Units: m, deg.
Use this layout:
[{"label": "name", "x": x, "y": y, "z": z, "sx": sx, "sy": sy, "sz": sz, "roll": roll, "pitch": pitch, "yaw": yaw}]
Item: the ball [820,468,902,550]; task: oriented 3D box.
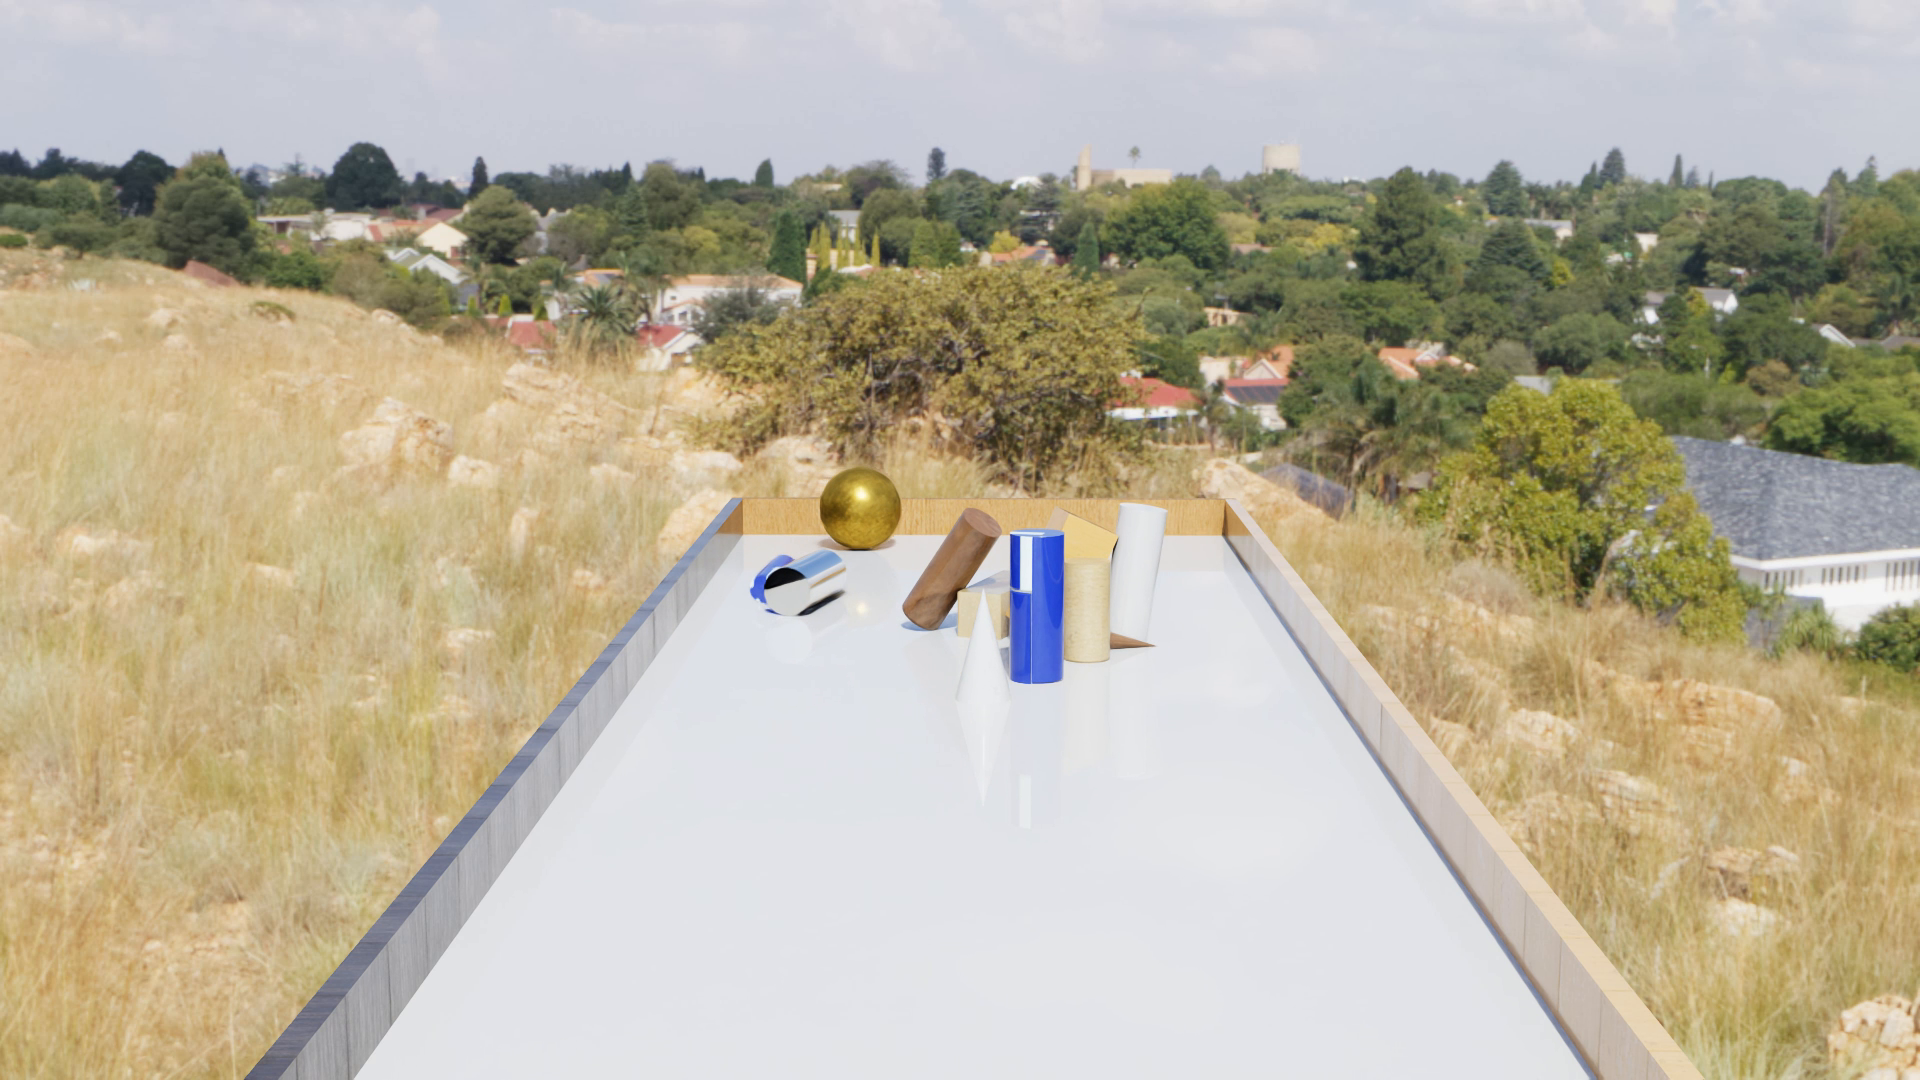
[{"label": "ball", "x": -0.397, "y": -0.126, "z": 8.761, "sx": 0.327, "sy": 0.327, "sz": 0.327, "roll": 0, "pitch": 9, "yaw": 0}]

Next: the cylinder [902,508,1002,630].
[{"label": "cylinder", "x": -0.028, "y": 0.095, "z": 7.093, "sx": 0.143, "sy": 0.406, "sz": 0.143, "roll": 26, "pitch": 27, "yaw": -15}]

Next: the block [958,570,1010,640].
[{"label": "block", "x": 0.138, "y": 0.210, "z": 7.211, "sx": 0.147, "sy": 0.147, "sz": 0.431, "roll": 3, "pitch": 10, "yaw": 21}]

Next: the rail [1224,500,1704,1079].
[{"label": "rail", "x": 1.046, "y": 0.843, "z": 3.208, "sx": 0.050, "sy": 0.150, "sz": 12.000, "roll": 0, "pitch": 9, "yaw": 1}]

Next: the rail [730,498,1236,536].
[{"label": "rail", "x": 0.099, "y": -0.098, "z": 9.147, "sx": 2.100, "sy": 0.150, "sz": 0.050, "roll": 0, "pitch": 9, "yaw": 1}]

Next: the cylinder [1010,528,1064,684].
[{"label": "cylinder", "x": 0.224, "y": 0.193, "z": 6.413, "sx": 0.160, "sy": 0.432, "sz": 0.160, "roll": 0, "pitch": 9, "yaw": 0}]

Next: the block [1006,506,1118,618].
[{"label": "block", "x": 0.321, "y": 0.113, "z": 6.950, "sx": 0.176, "sy": 0.383, "sz": 0.176, "roll": 24, "pitch": 3, "yaw": -14}]

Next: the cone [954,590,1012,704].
[{"label": "cone", "x": 0.066, "y": 0.290, "z": 6.172, "sx": 0.162, "sy": 0.316, "sz": 0.162, "roll": 0, "pitch": 9, "yaw": 0}]

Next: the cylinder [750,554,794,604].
[{"label": "cylinder", "x": -0.663, "y": 0.136, "z": 7.832, "sx": 0.100, "sy": 0.100, "sz": 0.433, "roll": 1, "pitch": 9, "yaw": 4}]

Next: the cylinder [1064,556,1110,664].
[{"label": "cylinder", "x": 0.386, "y": 0.213, "z": 6.701, "sx": 0.145, "sy": 0.302, "sz": 0.145, "roll": 0, "pitch": 9, "yaw": 0}]

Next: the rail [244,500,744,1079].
[{"label": "rail", "x": -1.004, "y": 0.839, "z": 3.234, "sx": 0.050, "sy": 0.150, "sz": 12.000, "roll": 0, "pitch": 9, "yaw": 1}]

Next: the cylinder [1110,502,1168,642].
[{"label": "cylinder", "x": 0.548, "y": 0.105, "z": 6.941, "sx": 0.153, "sy": 0.423, "sz": 0.153, "roll": 8, "pitch": 9, "yaw": -1}]

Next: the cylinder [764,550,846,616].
[{"label": "cylinder", "x": -0.529, "y": 0.144, "z": 7.571, "sx": 0.165, "sy": 0.165, "sz": 0.388, "roll": 2, "pitch": 9, "yaw": 15}]

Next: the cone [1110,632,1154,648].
[{"label": "cone", "x": 0.454, "y": 0.311, "z": 6.859, "sx": 0.352, "sy": 0.119, "sz": 0.119, "roll": 8, "pitch": 7, "yaw": -15}]
